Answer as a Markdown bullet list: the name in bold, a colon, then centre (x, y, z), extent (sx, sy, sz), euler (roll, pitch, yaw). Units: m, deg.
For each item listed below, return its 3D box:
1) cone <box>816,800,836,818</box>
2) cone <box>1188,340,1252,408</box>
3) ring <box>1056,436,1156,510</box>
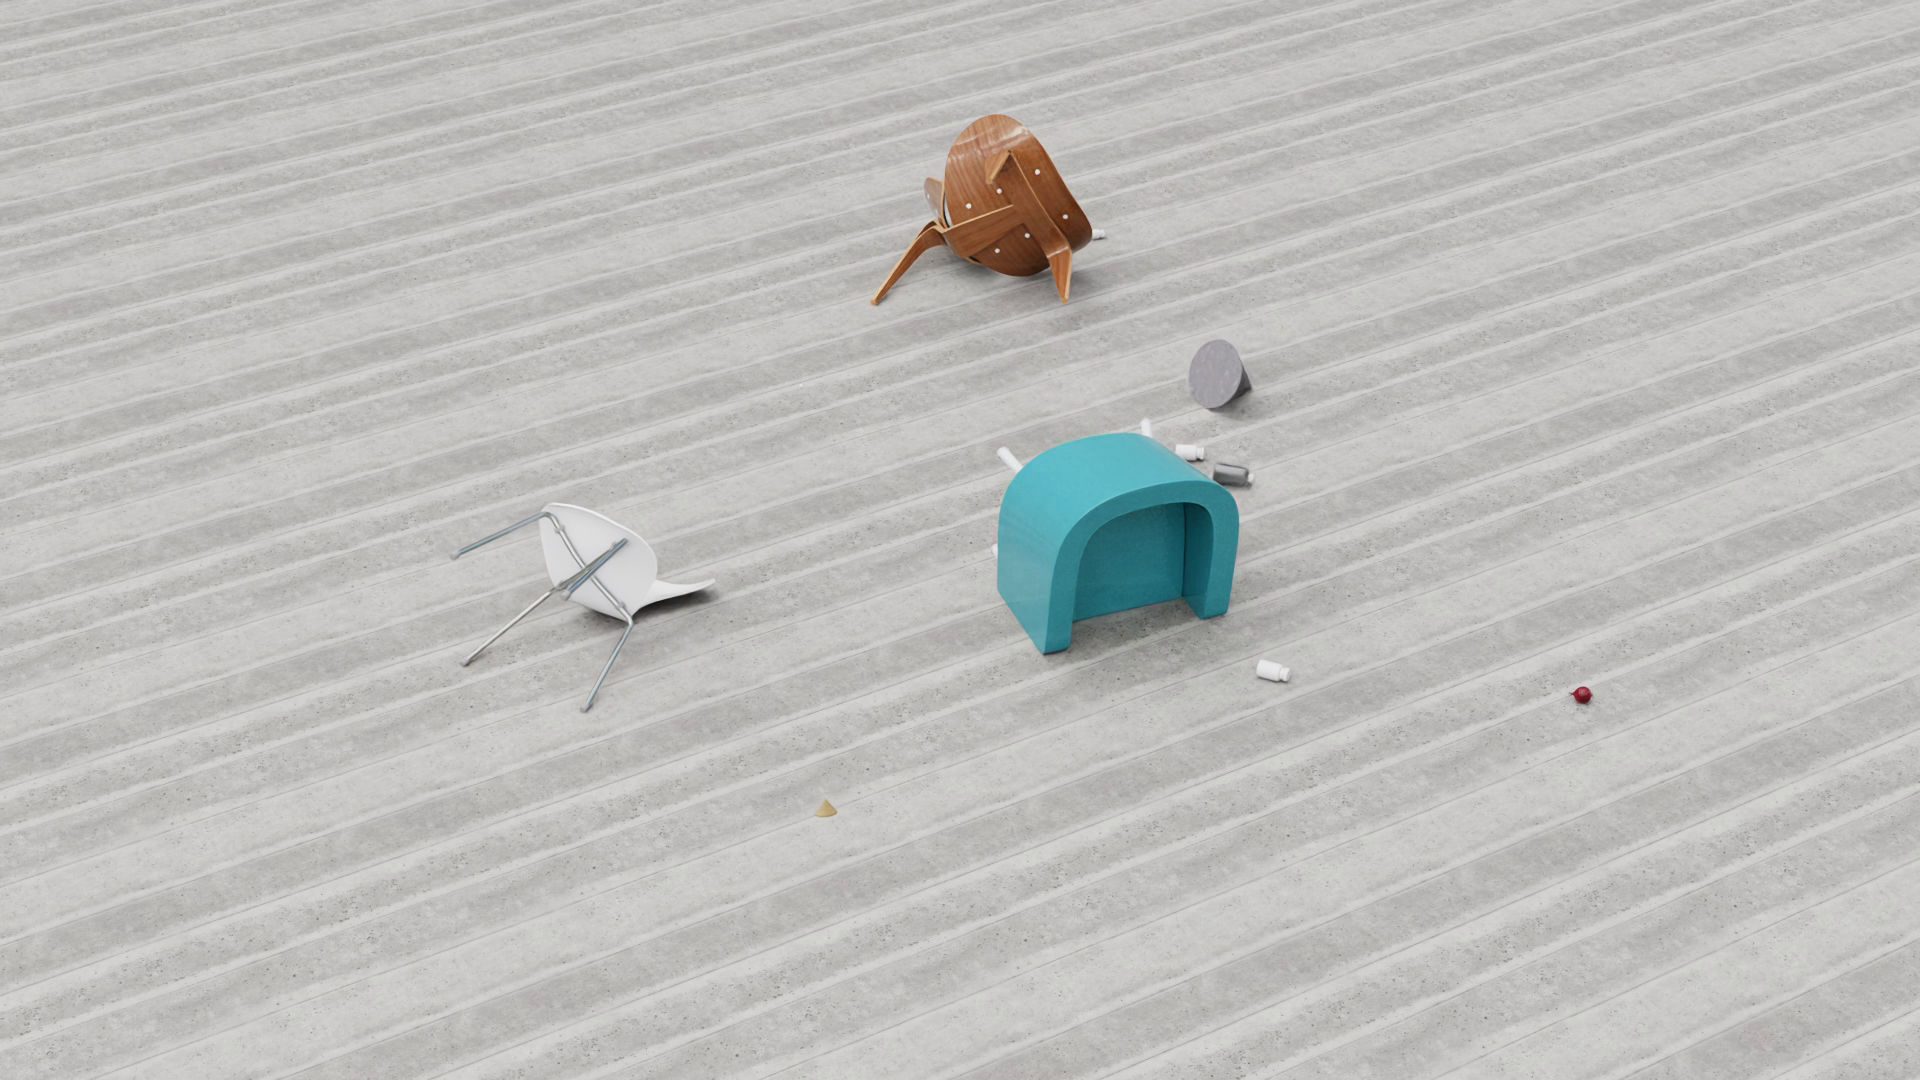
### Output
- **cone**: centre (-0.438, 0.868, 9.573), extent (0.074, 0.060, 0.042), euler (-7, 34, -11)
- **cone**: centre (1.102, -0.641, 11.811), extent (0.219, 0.273, 0.314), euler (17, 22, -38)
- **ring**: centre (0.560, -0.258, 11.235), extent (0.375, 0.113, 0.463), euler (-11, 36, -15)
